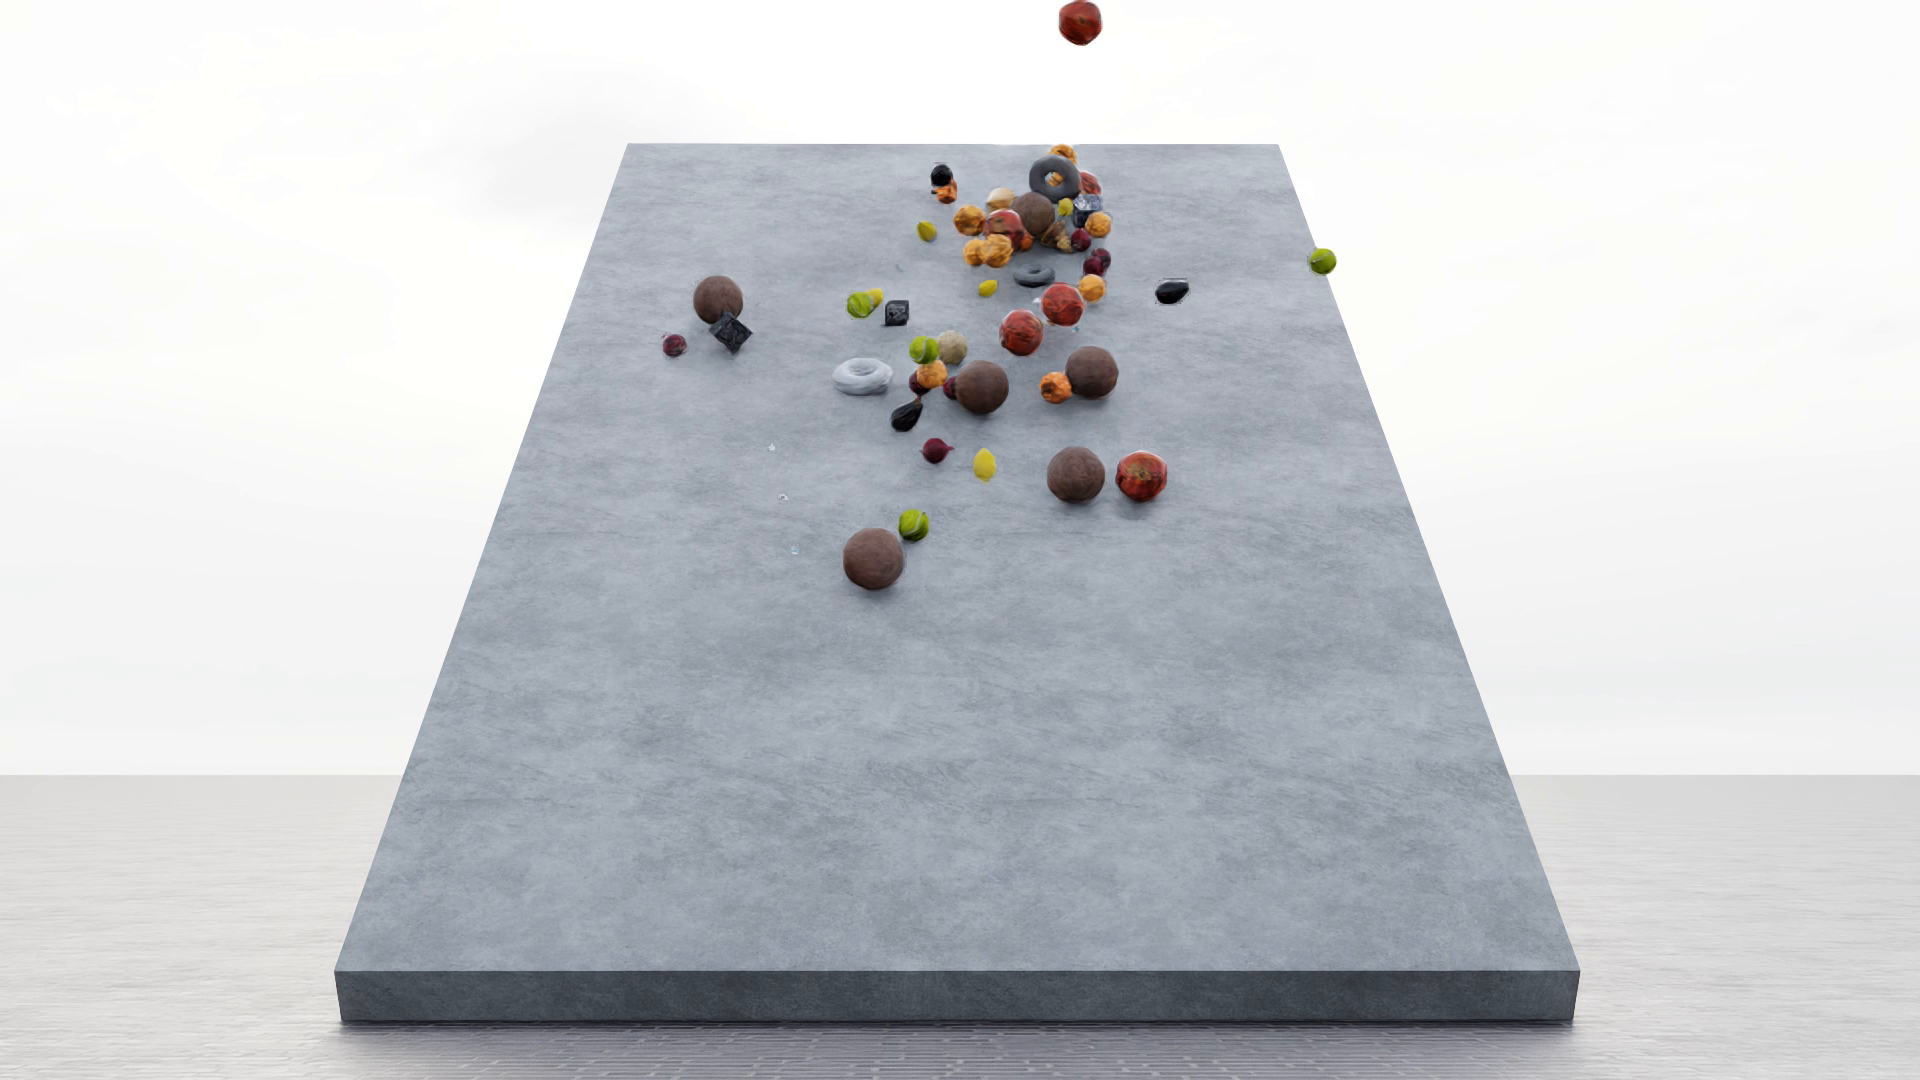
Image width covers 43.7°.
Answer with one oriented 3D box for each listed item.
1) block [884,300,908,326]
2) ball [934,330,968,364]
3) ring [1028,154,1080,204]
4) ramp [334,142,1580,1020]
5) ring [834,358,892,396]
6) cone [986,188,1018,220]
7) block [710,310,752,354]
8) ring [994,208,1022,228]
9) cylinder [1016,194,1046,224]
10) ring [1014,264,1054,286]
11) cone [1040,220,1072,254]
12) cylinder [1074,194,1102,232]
[{"bbox_3d":[-0.161,-0.581,6.125,0.051,0.051,0.051,6,29,10],"label":"block"},{"bbox_3d":[-0.022,-0.473,5.892,0.084,0.084,0.084,0,-5,0],"label":"ball"},{"bbox_3d":[0.262,-1.003,6.650,0.146,0.146,0.049,-1,36,11],"label":"ring"},{"bbox_3d":[-0.012,-0.220,5.619,2.000,0.100,4.000,0,29,0],"label":"ramp"},{"bbox_3d":[-0.234,-0.395,5.784,0.145,0.048,0.145,-2,31,1],"label":"ring"},{"bbox_3d":[0.096,-0.943,6.707,0.098,0.098,0.098,-3,2,25],"label":"cone"},{"bbox_3d":[-0.571,-0.518,5.949,0.068,0.068,0.068,40,2,-26],"label":"block"},{"bbox_3d":[0.135,-0.901,6.698,0.081,0.027,0.081,12,-20,4],"label":"ring"},{"bbox_3d":[0.198,-0.931,6.731,0.070,0.070,0.070,10,-8,-13],"label":"cylinder"},{"bbox_3d":[0.199,-0.705,6.371,0.109,0.036,0.109,-3,29,2],"label":"ring"},{"bbox_3d":[0.281,-0.811,6.556,0.090,0.090,0.090,-35,-18,-13],"label":"cone"},{"bbox_3d":[0.356,-0.912,6.681,0.077,0.077,0.077,0,-43,2],"label":"cylinder"}]
